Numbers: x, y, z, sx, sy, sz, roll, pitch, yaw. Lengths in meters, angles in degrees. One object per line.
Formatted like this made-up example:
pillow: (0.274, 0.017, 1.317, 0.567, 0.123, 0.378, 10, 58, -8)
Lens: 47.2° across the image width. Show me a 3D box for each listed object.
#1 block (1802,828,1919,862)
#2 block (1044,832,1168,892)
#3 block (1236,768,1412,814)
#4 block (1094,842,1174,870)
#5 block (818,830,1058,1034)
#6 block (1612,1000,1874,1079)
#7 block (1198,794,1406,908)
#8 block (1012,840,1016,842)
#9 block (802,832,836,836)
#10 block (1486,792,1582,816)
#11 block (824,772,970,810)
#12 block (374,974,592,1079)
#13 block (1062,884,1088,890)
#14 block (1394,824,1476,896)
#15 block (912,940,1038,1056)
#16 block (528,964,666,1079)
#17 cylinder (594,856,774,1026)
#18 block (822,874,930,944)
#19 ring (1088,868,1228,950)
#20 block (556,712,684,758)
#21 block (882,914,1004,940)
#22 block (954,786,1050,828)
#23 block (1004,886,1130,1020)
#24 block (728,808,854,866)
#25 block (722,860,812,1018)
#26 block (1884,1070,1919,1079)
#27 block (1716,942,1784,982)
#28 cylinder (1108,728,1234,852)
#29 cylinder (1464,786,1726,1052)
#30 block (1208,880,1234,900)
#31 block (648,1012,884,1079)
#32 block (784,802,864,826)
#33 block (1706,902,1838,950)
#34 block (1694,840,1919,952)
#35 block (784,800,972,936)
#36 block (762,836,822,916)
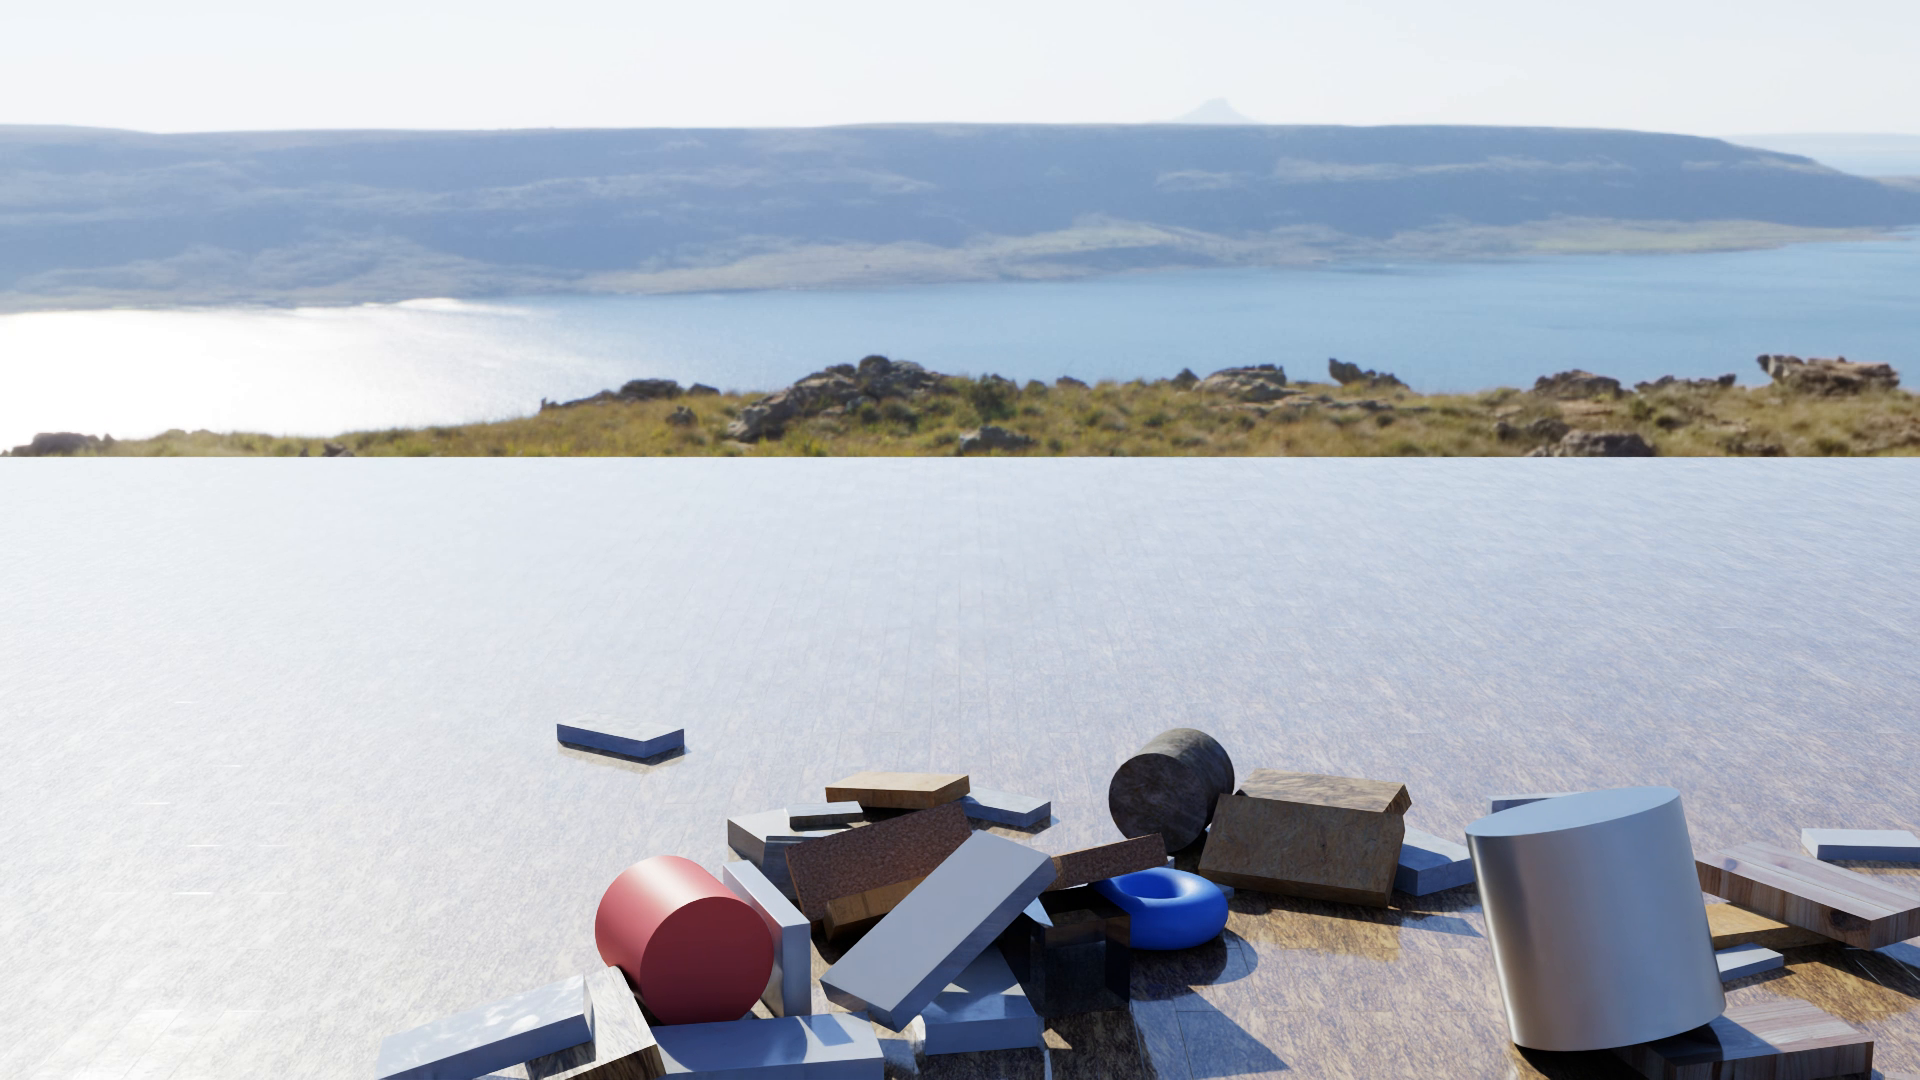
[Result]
block: (1.593, 0.538, 3.879, 0.184, 0.026, 0.092, 1, 11, 4)
block: (0.174, 0.512, 3.429, 0.171, 0.048, 0.341, -9, -9, -21)
block: (0.616, 0.480, 3.867, 0.315, 0.045, 0.158, 1, 34, 44)
block: (0.289, 0.554, 3.669, 0.142, 0.071, 0.020, 7, 12, 32)
block: (-0.028, 0.558, 3.170, 0.148, 0.042, 0.350, 13, 42, 44)
block: (1.067, 0.692, 3.003, 0.304, 0.043, 0.152, -3, 11, -16)
block: (0.574, 0.519, 3.691, 0.315, 0.045, 0.158, 4, 49, 22)
block: (0.068, 0.549, 3.847, 0.054, 0.015, 0.108, 1, 11, 3)
block: (-0.206, 0.518, 3.741, 0.131, 0.019, 0.066, 2, 11, 9)
block: (1.026, 0.499, 3.906, 0.184, 0.092, 0.026, -2, 11, -9)
block: (-0.118, 0.470, 4.135, 0.245, 0.035, 0.122, -2, 8, 33)
block: (-0.634, 0.668, 2.942, 0.282, 0.040, 0.141, -17, 13, -6)
block: (0.184, 0.579, 3.685, 0.054, 0.015, 0.108, -2, 11, -13)
block: (0.739, 0.539, 3.823, 0.157, 0.045, 0.315, -7, 13, -33)
block: (0.000, 0.656, 3.190, 0.158, 0.045, 0.316, -2, 11, -11)
block: (-0.505, 0.672, 2.965, 0.158, 0.045, 0.316, -19, 13, -14)
cylinder: (-0.400, 0.580, 3.173, 0.200, 0.200, 0.200, -5, 12, -27)
block: (-0.068, 0.559, 3.409, 0.282, 0.040, 0.141, -13, -19, -12)
ring: (0.307, 0.584, 3.489, 0.238, 0.079, 0.238, 1, 10, 0)
block: (-0.707, 0.404, 4.578, 0.245, 0.035, 0.122, 7, 13, 34)
block: (0.047, 0.583, 3.373, 0.304, 0.043, 0.152, 2, -7, -43)
block: (0.067, 0.496, 4.103, 0.185, 0.026, 0.092, 7, 12, 31)
block: (0.157, 0.603, 3.225, 0.137, 0.137, 0.137, -5, 11, -23)
block: (-0.255, 0.538, 3.817, 0.171, 0.048, 0.341, -6, 12, -30)
block: (-0.288, 0.592, 3.256, 0.042, 0.148, 0.295, -4, 11, -22)
block: (1.228, 0.746, 2.713, 0.152, 0.043, 0.304, 4, 11, 20)
block: (1.081, 0.652, 3.287, 0.361, 0.018, 0.063, -6, 12, -29)
cylinder: (0.381, 0.447, 3.944, 0.182, 0.182, 0.182, 4, 11, 22)
cylinder: (0.878, 0.519, 3.045, 0.294, 0.294, 0.294, -12, -1, 0)
block: (0.398, 0.589, 3.632, 0.054, 0.015, 0.108, 10, 14, 43)
block: (-0.270, 0.698, 2.965, 0.316, 0.045, 0.158, -2, 11, -10)
block: (-0.242, 0.487, 3.909, 0.131, 0.019, 0.066, -2, 11, -11)
block: (1.223, 0.610, 3.465, 0.313, 0.035, 0.122, -3, 11, -18)
block: (1.354, 0.562, 3.499, 0.171, 0.048, 0.341, -6, 12, -31)
block: (-0.119, 0.526, 3.533, 0.295, 0.042, 0.148, -14, 50, -11)
block: (-0.181, 0.550, 3.592, 0.282, 0.040, 0.141, 1, 37, 0)
